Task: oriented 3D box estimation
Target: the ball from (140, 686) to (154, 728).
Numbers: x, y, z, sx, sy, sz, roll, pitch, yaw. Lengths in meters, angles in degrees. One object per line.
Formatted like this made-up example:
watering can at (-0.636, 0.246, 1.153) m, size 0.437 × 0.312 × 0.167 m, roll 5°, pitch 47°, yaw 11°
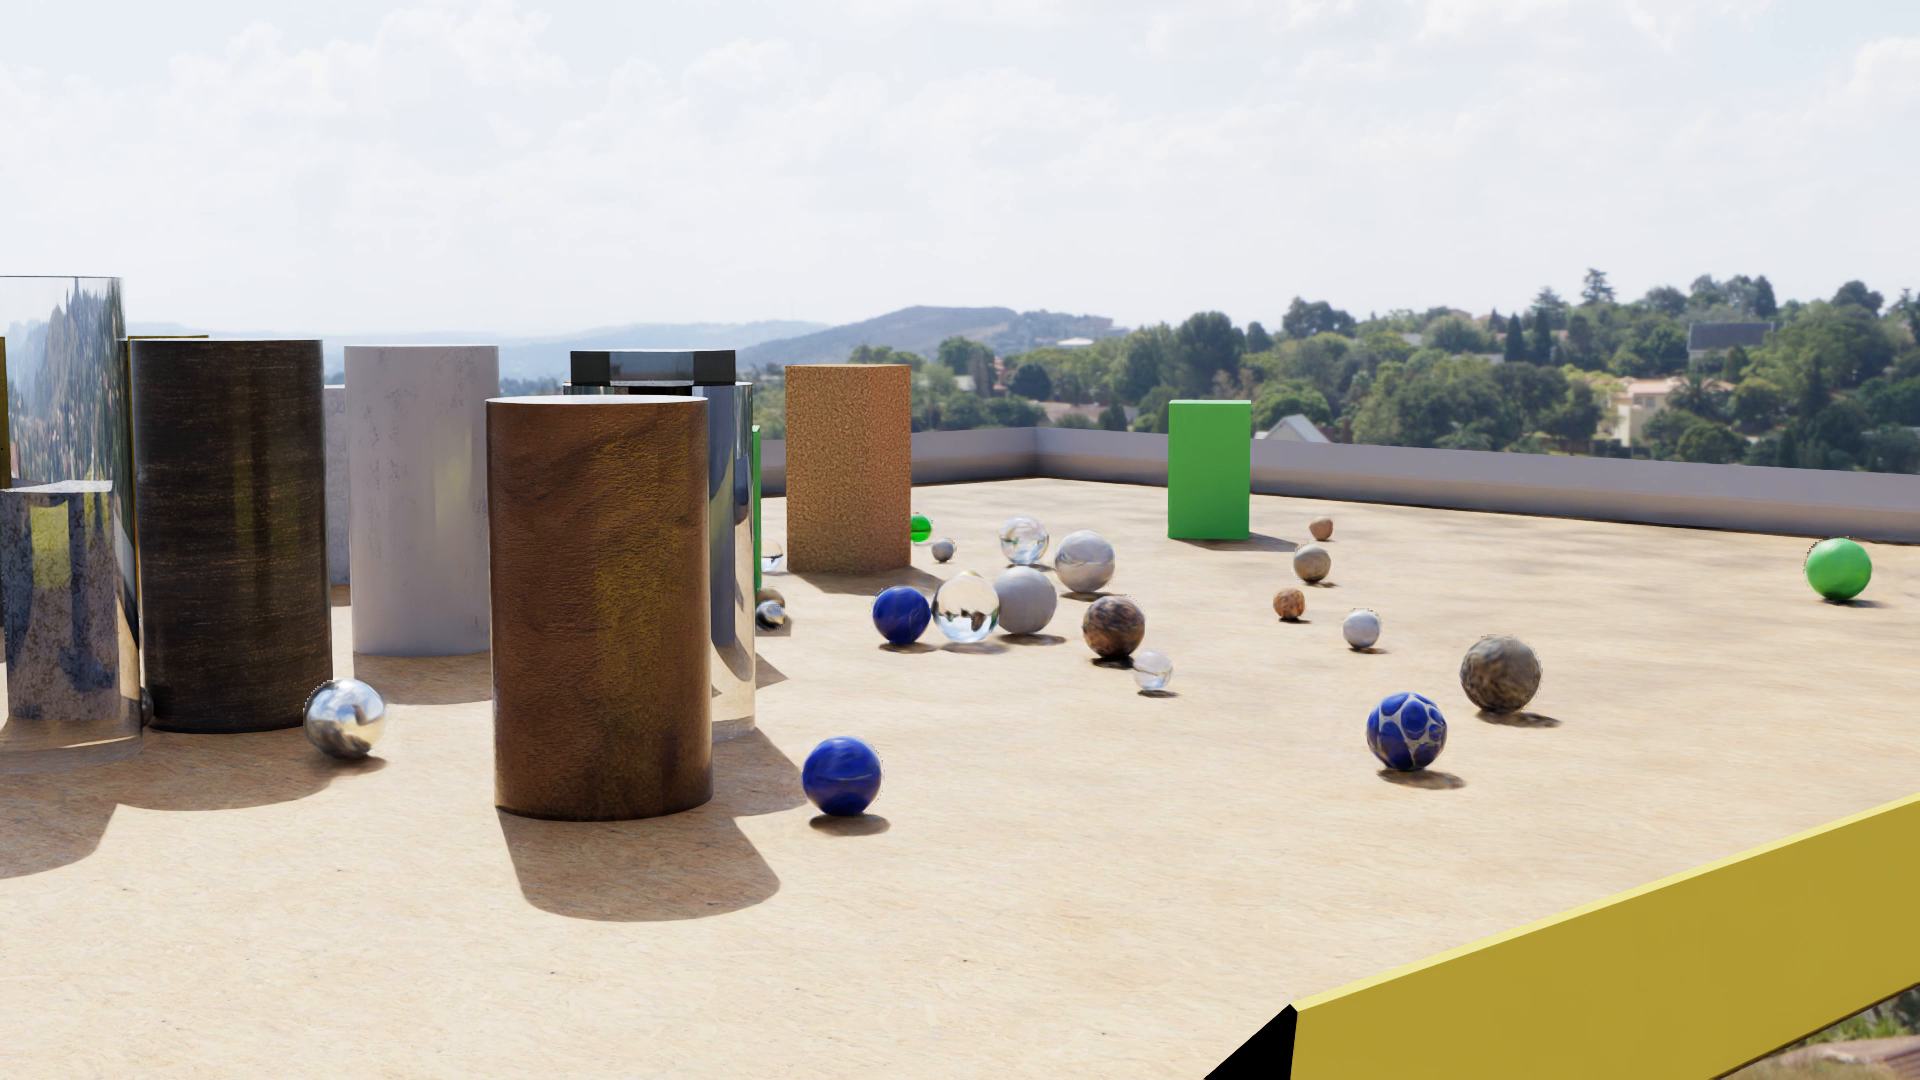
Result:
ball at (-0.881, 0.178, 2.329) m, size 0.052 × 0.052 × 0.052 m, roll 0°, pitch 6°, yaw 0°

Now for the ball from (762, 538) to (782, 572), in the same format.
ball at (-0.333, 0.025, 3.768) m, size 0.059 × 0.059 × 0.059 m, roll 0°, pitch 6°, yaw 0°

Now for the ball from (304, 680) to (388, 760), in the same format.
ball at (-0.612, 0.178, 2.191) m, size 0.079 × 0.079 × 0.079 m, roll 0°, pitch 6°, yaw 0°

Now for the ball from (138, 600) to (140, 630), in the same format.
ball at (-1.154, 0.104, 3.078) m, size 0.044 × 0.044 × 0.044 m, roll 0°, pitch 6°, yaw 0°

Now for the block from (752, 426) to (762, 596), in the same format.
block at (-0.381, -0.033, 3.307) m, size 0.159 × 0.269 × 0.159 m, roll 0°, pitch 6°, yaw -3°

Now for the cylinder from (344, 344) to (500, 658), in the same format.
cylinder at (-0.708, -0.058, 2.913) m, size 0.199 × 0.400 × 0.199 m, roll 0°, pitch 6°, yaw 0°

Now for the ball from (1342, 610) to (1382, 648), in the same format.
ball at (0.530, 0.118, 2.904) m, size 0.051 × 0.051 × 0.051 m, roll 0°, pitch 6°, yaw 0°

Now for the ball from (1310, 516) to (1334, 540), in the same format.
ball at (0.705, -0.023, 4.285) m, size 0.047 × 0.047 × 0.047 m, roll 0°, pitch 6°, yaw 0°

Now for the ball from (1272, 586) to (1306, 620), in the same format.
ball at (0.477, 0.091, 3.183) m, size 0.047 × 0.047 × 0.047 m, roll 0°, pitch 6°, yaw 0°

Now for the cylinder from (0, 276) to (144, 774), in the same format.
cylinder at (-0.929, -0.022, 2.192) m, size 0.199 × 0.477 × 0.199 m, roll 0°, pitch 6°, yaw 0°

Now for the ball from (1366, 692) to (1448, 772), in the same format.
ball at (0.432, 0.186, 2.129) m, size 0.078 × 0.078 × 0.078 m, roll 0°, pitch 6°, yaw 0°

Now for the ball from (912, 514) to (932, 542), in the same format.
ball at (-0.080, -0.022, 4.240) m, size 0.053 × 0.053 × 0.053 m, roll 0°, pitch 6°, yaw 0°

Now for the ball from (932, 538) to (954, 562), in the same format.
ball at (-0.031, 0.018, 3.912) m, size 0.041 × 0.041 × 0.041 m, roll 0°, pitch 6°, yaw 0°

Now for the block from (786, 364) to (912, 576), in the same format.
block at (-0.192, -0.126, 3.799) m, size 0.159 × 0.351 × 0.159 m, roll 3°, pitch 7°, yaw 25°

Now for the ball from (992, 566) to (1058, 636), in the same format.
ball at (0.086, 0.084, 3.025) m, size 0.095 × 0.095 × 0.095 m, roll 0°, pitch 6°, yaw 0°

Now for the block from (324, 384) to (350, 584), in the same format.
block at (-1.035, -0.095, 3.651) m, size 0.159 × 0.320 × 0.159 m, roll -2°, pitch 6°, yaw -22°

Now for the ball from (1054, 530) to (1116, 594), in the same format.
ball at (0.197, 0.035, 3.474) m, size 0.099 × 0.099 × 0.099 m, roll 0°, pitch 6°, yaw 0°

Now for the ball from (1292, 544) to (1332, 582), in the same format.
ball at (0.578, 0.039, 3.614) m, size 0.062 × 0.062 × 0.062 m, roll 0°, pitch 6°, yaw 0°

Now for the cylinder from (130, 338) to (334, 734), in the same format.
cylinder at (-0.791, -0.011, 2.397) m, size 0.199 × 0.414 × 0.199 m, roll 0°, pitch 6°, yaw 0°

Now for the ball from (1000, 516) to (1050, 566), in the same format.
ball at (0.113, 0.001, 3.852) m, size 0.088 × 0.088 × 0.088 m, roll 0°, pitch 6°, yaw 0°

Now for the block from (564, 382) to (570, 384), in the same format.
block at (-0.705, -0.180, 4.566) m, size 0.159 × 0.300 × 0.159 m, roll 4°, pitch 7°, yaw 33°

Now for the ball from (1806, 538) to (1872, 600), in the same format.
ball at (1.356, 0.045, 3.393) m, size 0.096 × 0.096 × 0.096 m, roll 0°, pitch 6°, yaw 0°

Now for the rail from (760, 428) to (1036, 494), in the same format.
rail at (-1.220, -0.103, 4.647) m, size 3.927 × 0.129 × 0.045 m, roll -5°, pitch 8°, yaw -42°

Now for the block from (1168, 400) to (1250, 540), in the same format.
block at (0.496, -0.142, 4.374) m, size 0.159 × 0.265 × 0.159 m, roll 1°, pitch 6°, yaw 7°

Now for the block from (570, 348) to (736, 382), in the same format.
block at (-0.407, -0.057, 2.944) m, size 0.159 × 0.392 × 0.159 m, roll 3°, pitch 6°, yaw 23°

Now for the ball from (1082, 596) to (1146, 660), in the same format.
ball at (0.197, 0.112, 2.819) m, size 0.082 × 0.082 × 0.082 m, roll 0°, pitch 6°, yaw 0°

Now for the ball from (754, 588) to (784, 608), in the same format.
ball at (-0.276, 0.093, 3.172) m, size 0.046 × 0.046 × 0.046 m, roll 0°, pitch 6°, yaw 0°

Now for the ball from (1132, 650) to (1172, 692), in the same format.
ball at (0.226, 0.154, 2.581) m, size 0.048 × 0.048 × 0.048 m, roll 0°, pitch 6°, yaw 0°

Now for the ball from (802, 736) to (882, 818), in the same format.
ball at (-0.104, 0.209, 1.941) m, size 0.071 × 0.071 × 0.071 m, roll 0°, pitch 6°, yaw 0°

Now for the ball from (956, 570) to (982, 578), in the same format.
ball at (0.012, 0.073, 3.316) m, size 0.056 × 0.056 × 0.056 m, roll 0°, pitch 6°, yaw 0°

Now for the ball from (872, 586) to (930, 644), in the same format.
ball at (-0.079, 0.100, 2.946) m, size 0.079 × 0.079 × 0.079 m, roll 0°, pitch 6°, yaw 0°

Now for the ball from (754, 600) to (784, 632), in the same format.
ball at (-0.266, 0.105, 3.065) m, size 0.043 × 0.043 × 0.043 m, roll 0°, pitch 6°, yaw 0°

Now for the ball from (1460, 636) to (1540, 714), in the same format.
ball at (0.598, 0.149, 2.437) m, size 0.087 × 0.087 × 0.087 m, roll 0°, pitch 6°, yaw 0°

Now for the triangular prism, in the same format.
triangular prism at (-1.181, -0.104, 3.318) m, size 0.172 × 0.408 × 0.149 m, roll 2°, pitch 6°, yaw 22°

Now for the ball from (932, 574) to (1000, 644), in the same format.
ball at (0.008, 0.093, 2.949) m, size 0.093 × 0.093 × 0.093 m, roll 0°, pitch 6°, yaw 0°

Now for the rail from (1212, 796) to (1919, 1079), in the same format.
rail at (1.220, 0.171, 2.017) m, size 3.927 × 0.129 × 0.045 m, roll -5°, pitch 8°, yaw -42°

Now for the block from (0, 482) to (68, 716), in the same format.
block at (-1.123, 0.065, 2.459) m, size 0.159 × 0.249 × 0.159 m, roll 2°, pitch 6°, yaw 20°

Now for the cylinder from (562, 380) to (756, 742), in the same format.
cylinder at (-0.318, 0.019, 2.331) m, size 0.199 × 0.368 × 0.199 m, roll 0°, pitch 6°, yaw 0°

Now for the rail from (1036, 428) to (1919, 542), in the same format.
rail at (1.426, -0.103, 4.640) m, size 0.045 × 0.129 × 3.645 m, roll -5°, pitch 8°, yaw -42°

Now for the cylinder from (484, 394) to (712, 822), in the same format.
cylinder at (-0.327, 0.055, 2.001) m, size 0.199 × 0.365 × 0.199 m, roll 0°, pitch 6°, yaw 0°
